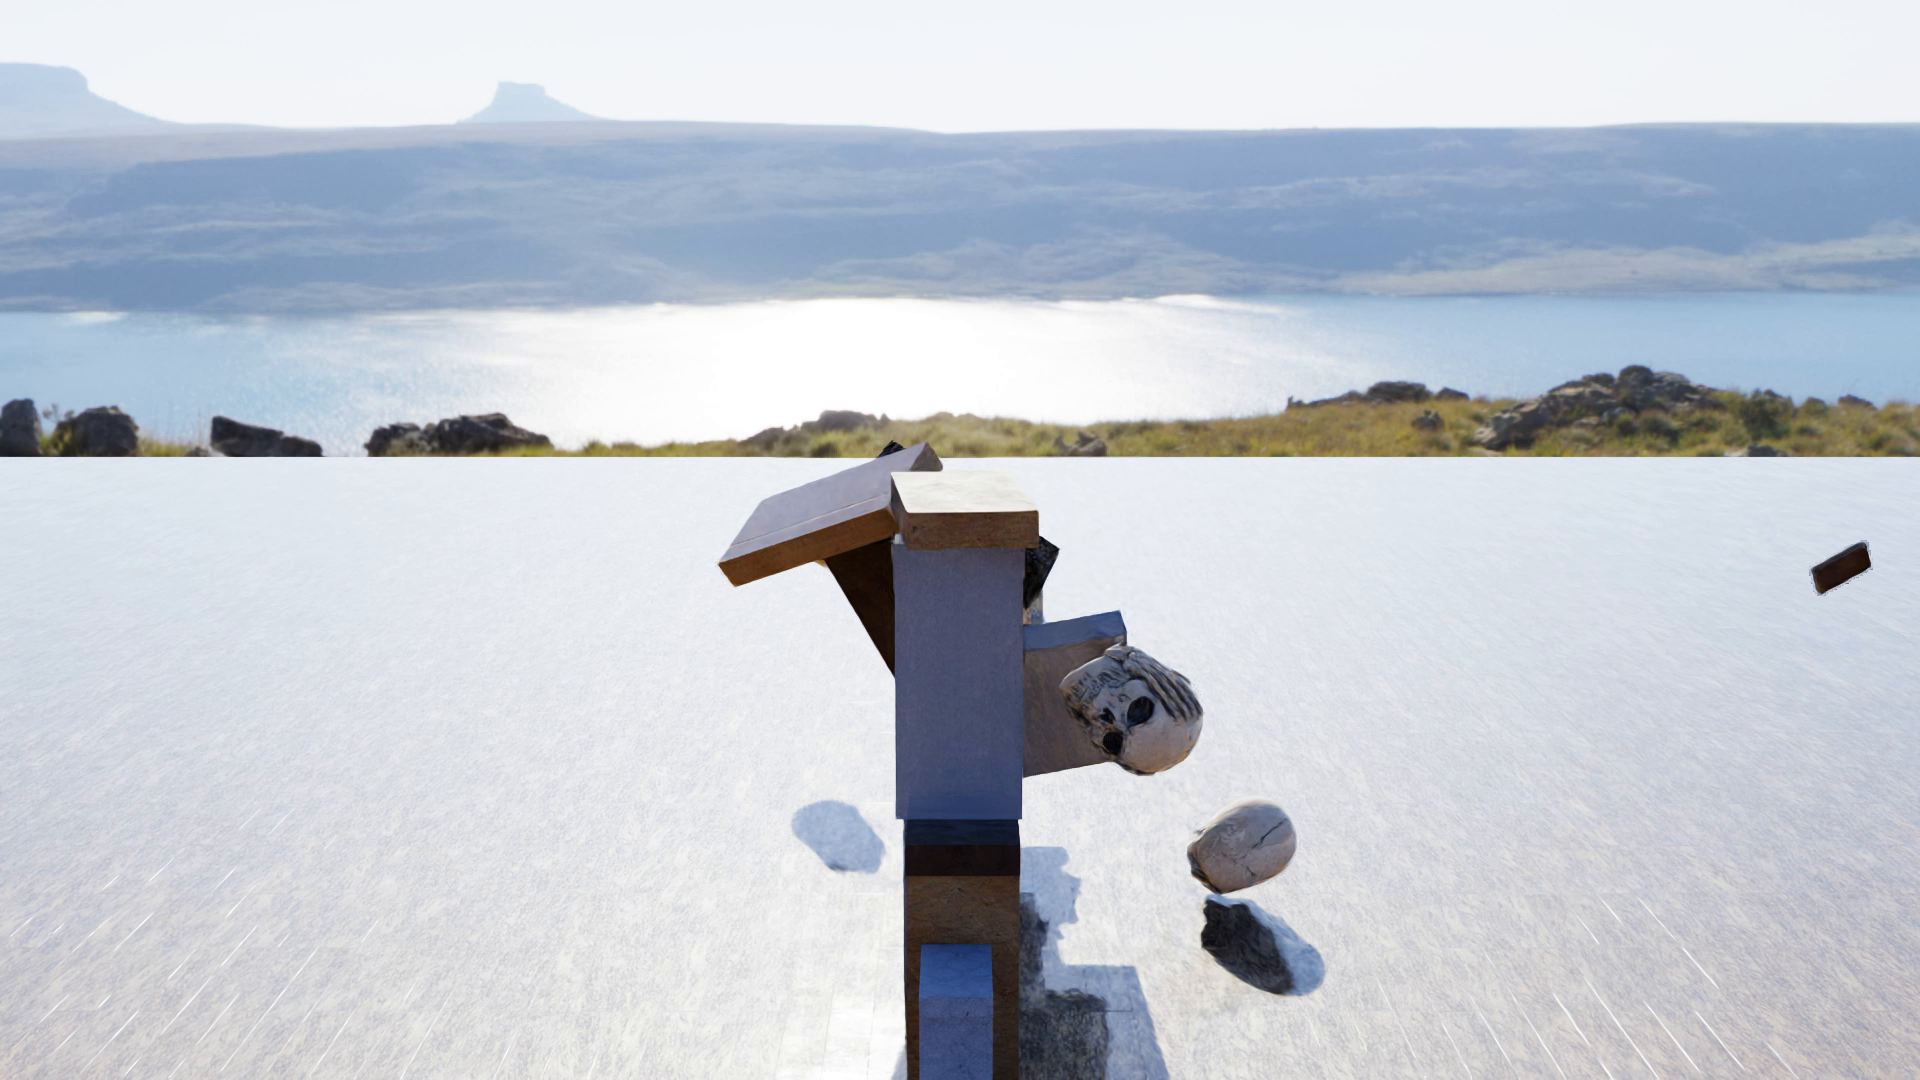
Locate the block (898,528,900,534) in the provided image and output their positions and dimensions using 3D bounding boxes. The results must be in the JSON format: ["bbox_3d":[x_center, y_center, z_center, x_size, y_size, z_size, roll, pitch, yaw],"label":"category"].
[{"bbox_3d":[-0.002,0.122,3.154,0.170,0.340,0.048,0,14,0],"label":"block"}]

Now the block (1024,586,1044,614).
[{"bbox_3d":[0.129,0.108,4.260,0.063,0.126,0.018,-4,15,-10],"label":"block"}]

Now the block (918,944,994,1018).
[{"bbox_3d":[-0.005,0.557,2.782,0.091,0.026,0.182,0,11,0],"label":"block"}]

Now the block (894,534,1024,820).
[{"bbox_3d":[-0.001,0.184,2.933,0.170,0.382,0.048,0,14,0],"label":"block"}]

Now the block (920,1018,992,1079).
[{"bbox_3d":[-0.005,0.670,2.742,0.091,0.182,0.026,0,11,0],"label":"block"}]

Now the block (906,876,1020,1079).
[{"bbox_3d":[0.004,0.575,2.934,0.149,0.299,0.042,0,11,0],"label":"block"}]

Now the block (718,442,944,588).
[{"bbox_3d":[-0.196,-0.037,3.304,0.336,0.048,0.168,-18,28,35],"label":"block"}]

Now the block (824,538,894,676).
[{"bbox_3d":[-0.078,0.105,3.513,0.168,0.378,0.048,-4,50,21],"label":"block"}]

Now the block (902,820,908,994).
[{"bbox_3d":[0.001,0.500,3.236,0.168,0.336,0.048,0,10,0],"label":"block"}]

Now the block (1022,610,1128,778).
[{"bbox_3d":[0.171,0.255,3.551,0.165,0.372,0.047,-10,53,-9],"label":"block"}]

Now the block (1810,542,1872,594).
[{"bbox_3d":[1.529,0.048,3.815,0.102,0.051,0.014,-28,29,-3],"label":"block"}]

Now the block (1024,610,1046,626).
[{"bbox_3d":[0.147,0.182,4.176,0.051,0.102,0.014,-11,31,24],"label":"block"}]

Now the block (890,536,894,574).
[{"bbox_3d":[-0.012,0.091,3.351,0.168,0.336,0.048,2,31,8],"label":"block"}]

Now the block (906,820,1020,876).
[{"bbox_3d":[0.004,0.389,3.001,0.149,0.042,0.299,0,11,0],"label":"block"}]

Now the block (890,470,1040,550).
[{"bbox_3d":[0.001,-0.044,2.975,0.170,0.048,0.340,-1,11,-5],"label":"block"}]

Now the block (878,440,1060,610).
[{"bbox_3d":[0.000,-0.023,3.628,0.329,0.047,0.165,33,-26,6],"label":"block"}]
